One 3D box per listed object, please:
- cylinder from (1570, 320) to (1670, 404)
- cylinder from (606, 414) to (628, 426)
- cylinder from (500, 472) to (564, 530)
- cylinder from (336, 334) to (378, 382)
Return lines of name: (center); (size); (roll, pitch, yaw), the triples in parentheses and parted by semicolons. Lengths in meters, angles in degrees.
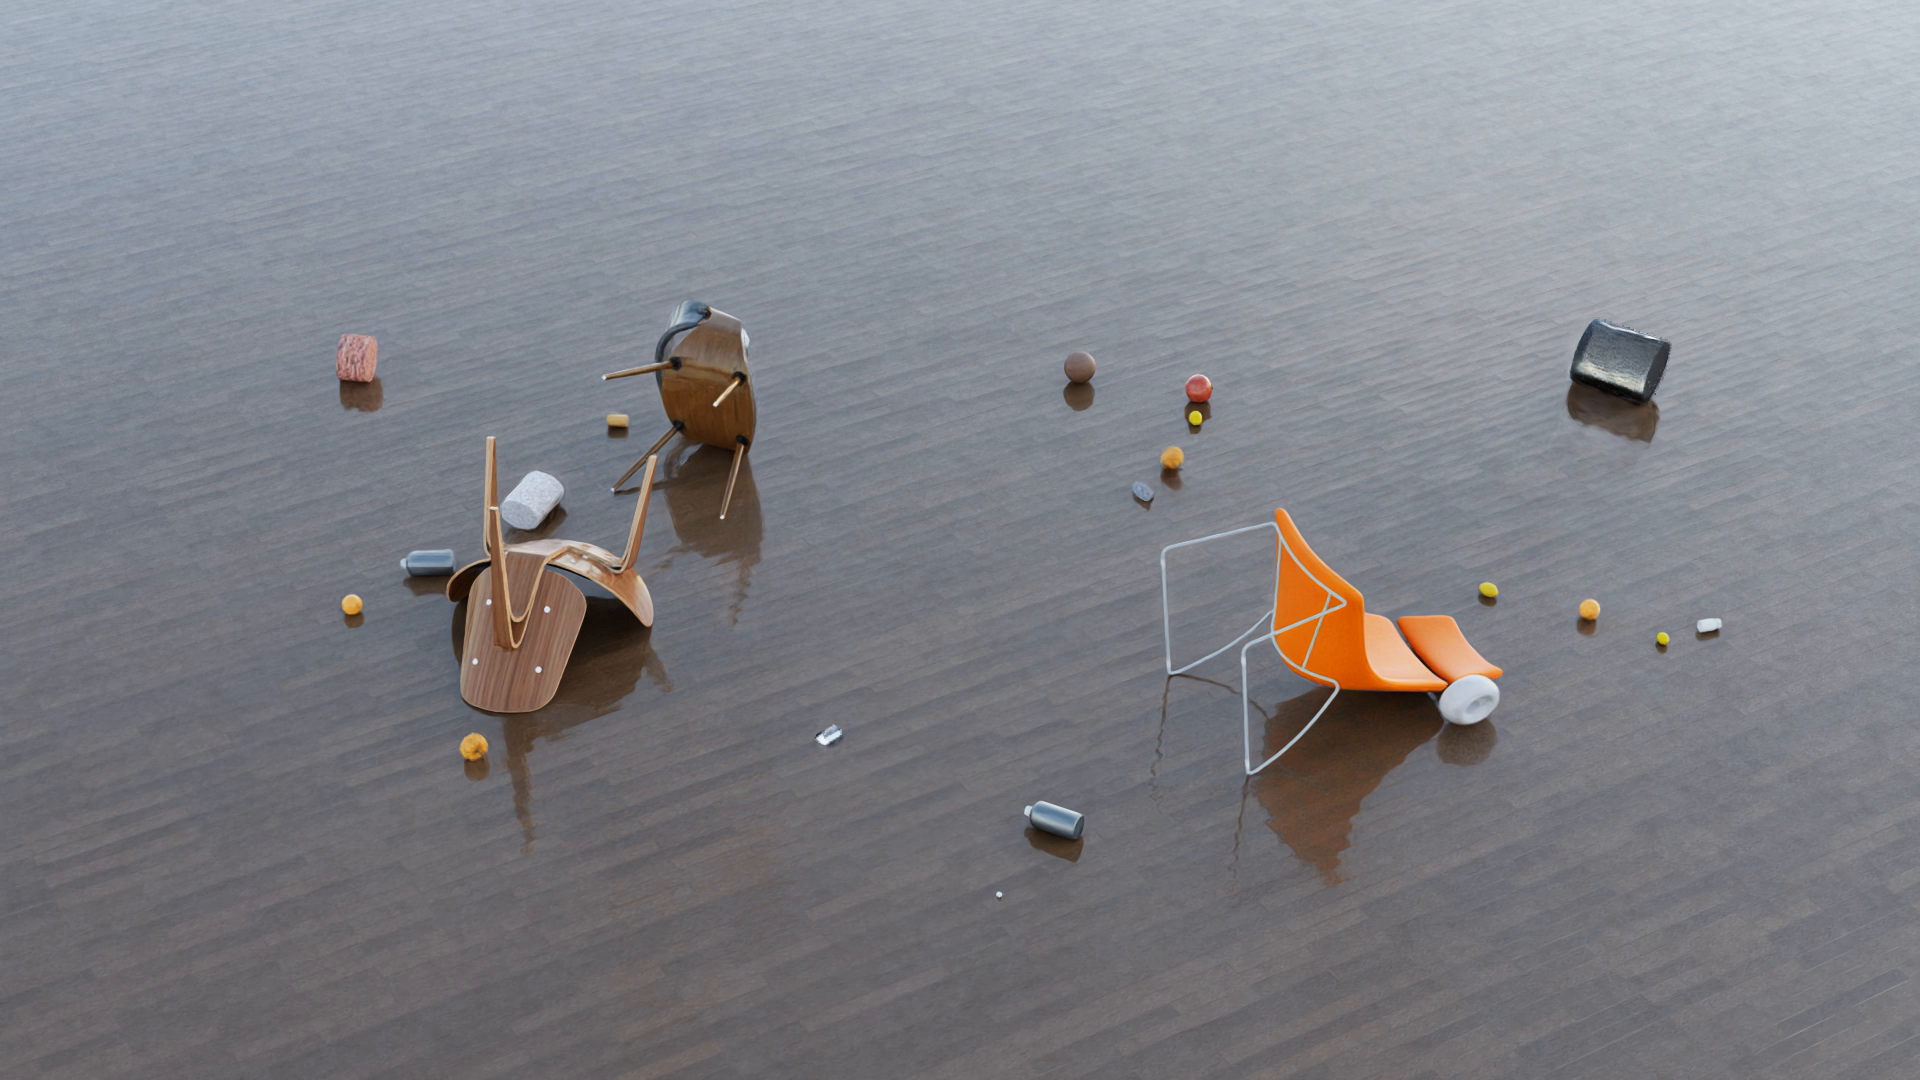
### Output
cylinder: (2.662, -0.722, 11.831); (0.316, 0.263, 0.171); (22, -3, 30)
cylinder: (-1.356, -0.474, 11.618); (0.075, 0.047, 0.061); (4, 6, 7)
cylinder: (-1.614, -0.148, 11.059); (0.165, 0.119, 0.219); (22, 37, 8)
cylinder: (-2.451, -0.741, 11.917); (0.122, 0.191, 0.137); (5, -10, 7)
